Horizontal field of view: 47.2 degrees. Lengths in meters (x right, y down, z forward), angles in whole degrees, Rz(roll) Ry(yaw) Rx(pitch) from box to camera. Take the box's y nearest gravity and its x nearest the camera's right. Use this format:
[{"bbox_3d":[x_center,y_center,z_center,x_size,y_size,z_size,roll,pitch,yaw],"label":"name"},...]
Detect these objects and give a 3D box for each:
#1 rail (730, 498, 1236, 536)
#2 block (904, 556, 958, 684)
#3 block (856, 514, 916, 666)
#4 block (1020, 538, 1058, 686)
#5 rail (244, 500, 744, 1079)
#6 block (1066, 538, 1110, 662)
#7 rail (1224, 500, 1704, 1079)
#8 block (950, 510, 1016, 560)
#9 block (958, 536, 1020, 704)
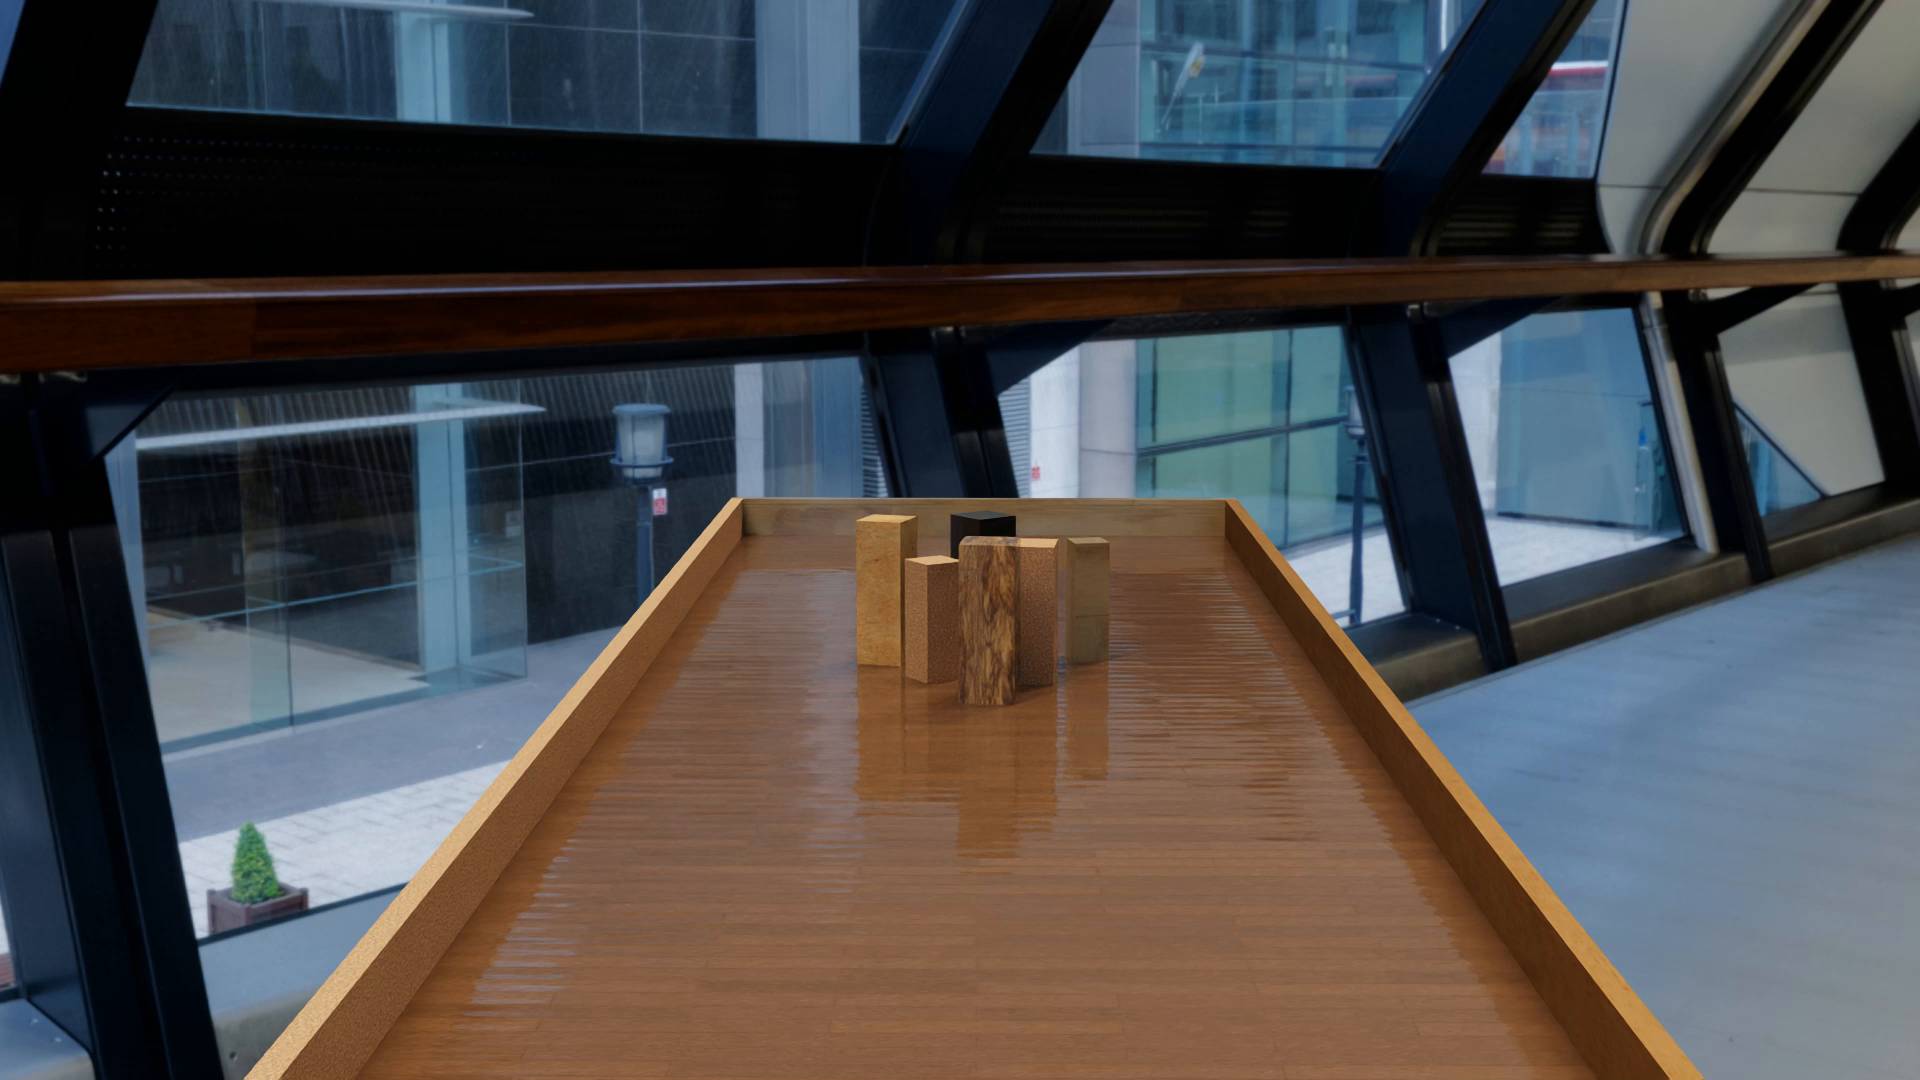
[{"bbox_3d":[0.099,-0.098,9.147,2.100,0.150,0.050,0,9,1],"label":"rail"},{"bbox_3d":[-0.075,0.231,6.438,0.124,0.349,0.124,-6,11,-32],"label":"block"},{"bbox_3d":[-0.221,0.151,6.663,0.141,0.437,0.141,3,10,19],"label":"block"},{"bbox_3d":[0.202,0.207,6.415,0.155,0.403,0.155,1,9,7],"label":"block"},{"bbox_3d":[-1.004,0.839,3.234,0.050,0.150,12.000,0,9,1],"label":"rail"},{"bbox_3d":[0.389,0.181,6.705,0.107,0.364,0.107,-2,9,-12],"label":"block"},{"bbox_3d":[1.046,0.843,3.208,0.050,0.150,12.000,0,9,1],"label":"rail"},{"bbox_3d":[0.071,0.142,6.700,0.141,0.442,0.141,-7,11,-37],"label":"block"},{"bbox_3d":[0.084,0.224,6.166,0.157,0.448,0.157,1,9,7],"label":"block"}]
